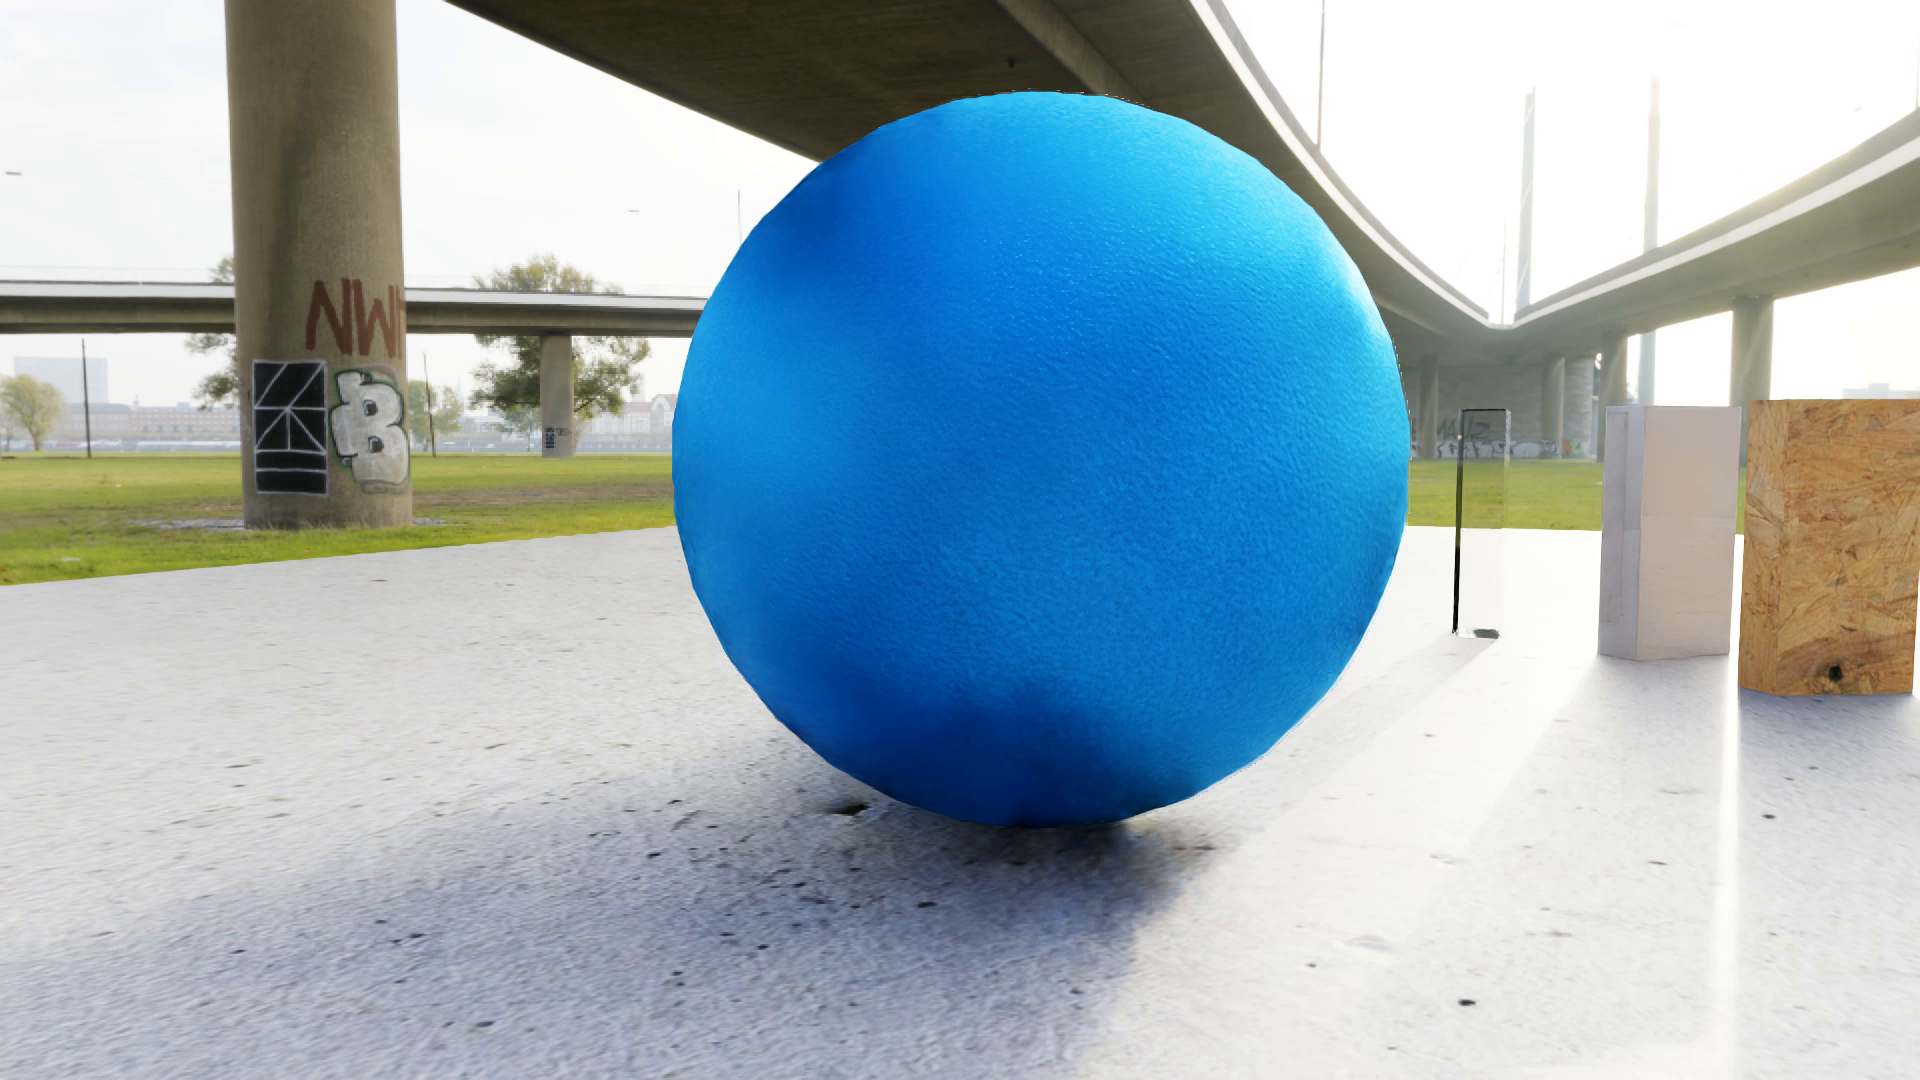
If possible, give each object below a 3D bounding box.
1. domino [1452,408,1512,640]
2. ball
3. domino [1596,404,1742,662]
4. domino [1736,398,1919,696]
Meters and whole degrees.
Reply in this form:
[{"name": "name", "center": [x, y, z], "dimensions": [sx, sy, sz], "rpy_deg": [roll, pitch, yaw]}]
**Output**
[{"name": "domino", "center": [0.119, -0.004, 0.291], "dimensions": [0.010, 0.050, 0.025], "rpy_deg": [2, 5, 25]}, {"name": "ball", "center": [0.008, -0.008, 0.144], "dimensions": [0.080, 0.080, 0.080], "rpy_deg": [0, 4, 0]}, {"name": "domino", "center": [0.143, -0.002, 0.258], "dimensions": [0.025, 0.050, 0.009], "rpy_deg": [-2, 5, -19]}, {"name": "domino", "center": [0.150, 0.001, 0.221], "dimensions": [0.025, 0.050, 0.009], "rpy_deg": [0, 4, -5]}]
